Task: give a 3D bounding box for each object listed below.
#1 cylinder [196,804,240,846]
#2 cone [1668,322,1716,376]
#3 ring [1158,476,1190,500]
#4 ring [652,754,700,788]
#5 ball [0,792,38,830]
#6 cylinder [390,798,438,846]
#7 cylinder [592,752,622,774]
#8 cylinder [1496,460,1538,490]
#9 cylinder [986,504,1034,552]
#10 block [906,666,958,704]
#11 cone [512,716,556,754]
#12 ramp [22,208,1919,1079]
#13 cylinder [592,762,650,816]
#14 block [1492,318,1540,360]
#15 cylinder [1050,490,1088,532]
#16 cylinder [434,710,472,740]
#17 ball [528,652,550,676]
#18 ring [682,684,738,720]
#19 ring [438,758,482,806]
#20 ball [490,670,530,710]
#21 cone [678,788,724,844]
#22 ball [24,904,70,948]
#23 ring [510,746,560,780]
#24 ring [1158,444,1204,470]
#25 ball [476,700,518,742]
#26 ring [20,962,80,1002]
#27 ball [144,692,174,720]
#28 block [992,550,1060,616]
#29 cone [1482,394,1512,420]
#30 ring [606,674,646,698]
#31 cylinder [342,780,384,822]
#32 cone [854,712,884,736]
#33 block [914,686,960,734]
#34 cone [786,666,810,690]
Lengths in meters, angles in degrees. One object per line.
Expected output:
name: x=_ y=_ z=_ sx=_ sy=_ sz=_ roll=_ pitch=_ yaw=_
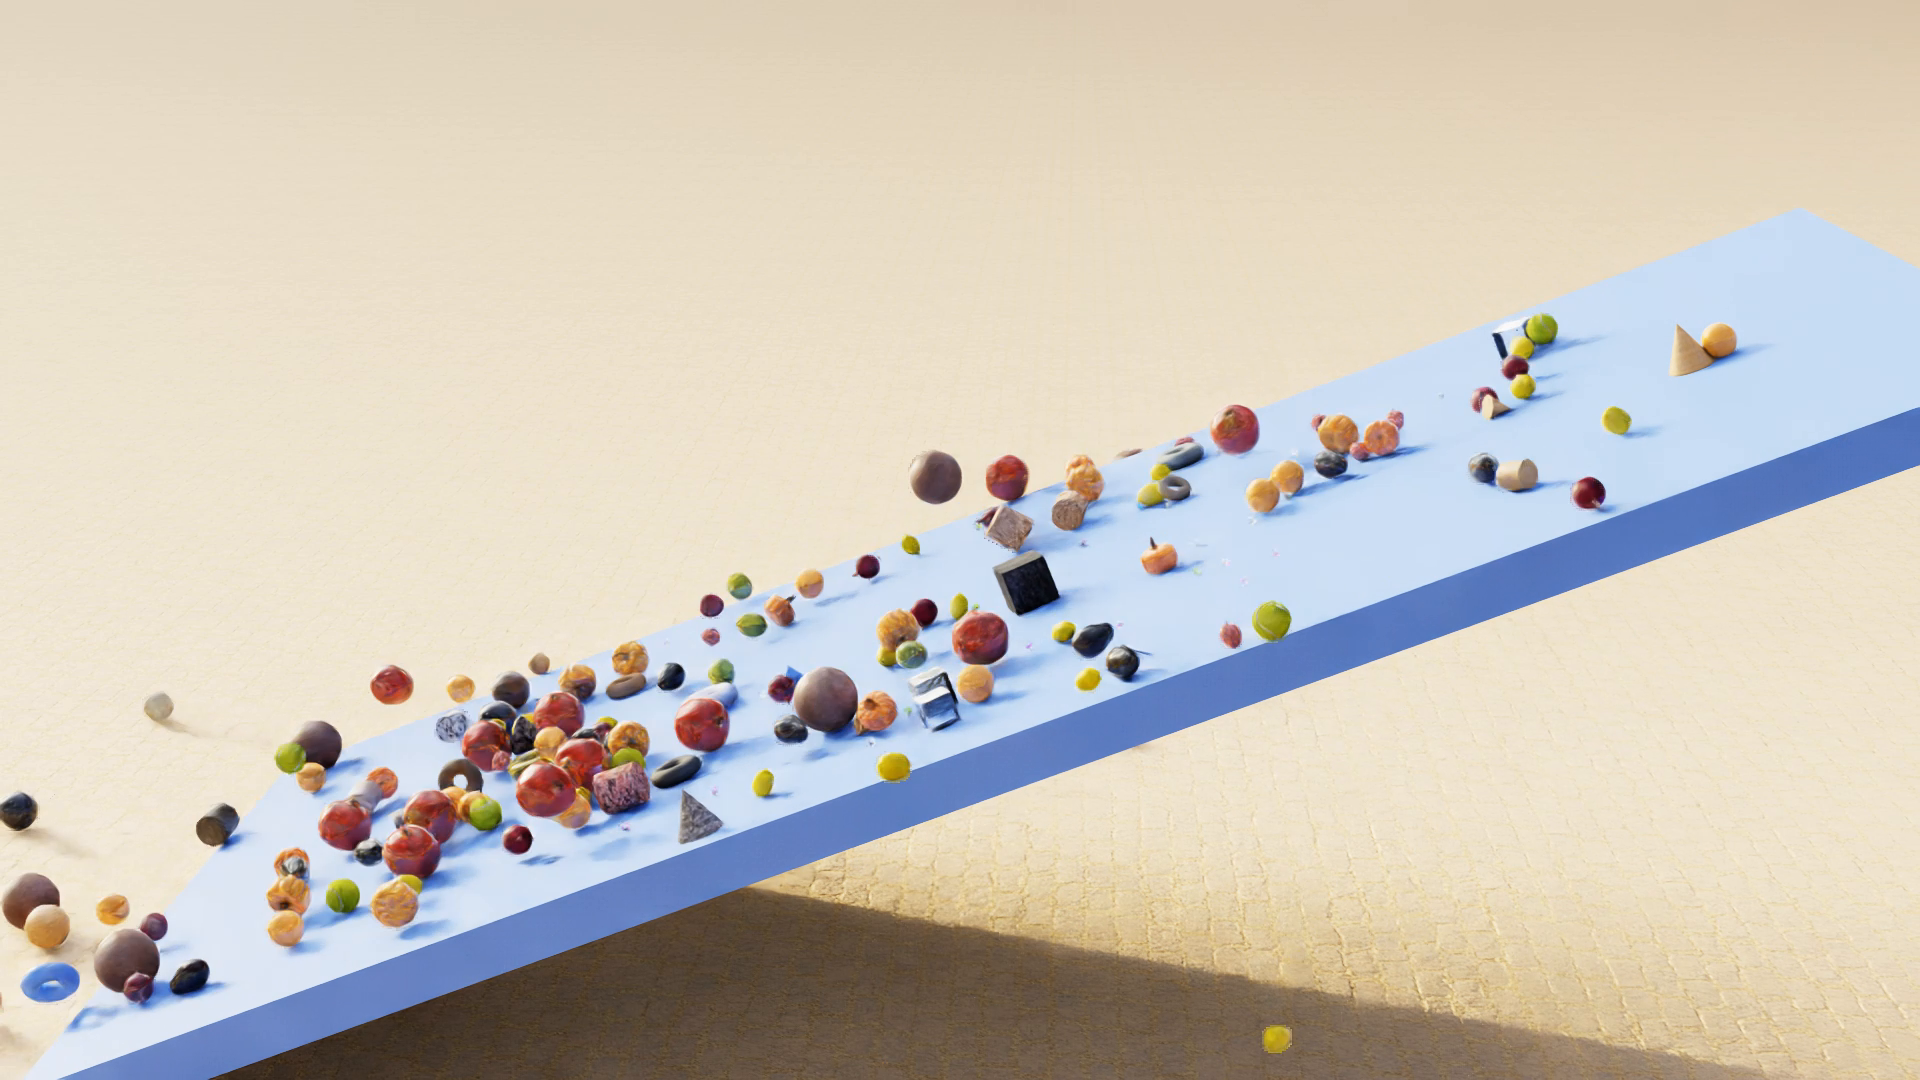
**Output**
cylinder: x=-1.756 y=0.673 z=6.954 sx=0.077 sy=0.077 sz=0.077 roll=2 pitch=18 yaw=8
cone: x=1.465 y=-0.394 z=5.949 sx=0.098 sy=0.098 sz=0.098 roll=-21 pitch=12 yaw=5
ring: x=0.479 y=-0.116 z=6.571 sx=0.075 sy=0.025 sz=0.075 roll=4 pitch=41 yaw=-4
ring: x=-0.570 y=0.464 z=5.899 sx=0.108 sy=0.036 sz=0.108 roll=-22 pitch=11 yaw=4
ball: x=-2.345 y=0.674 z=7.323 sx=0.096 sy=0.096 sz=0.096 roll=0 pitch=13 yaw=0
cylinder: x=-1.158 y=0.600 z=6.240 sx=0.077 sy=0.077 sz=0.077 roll=-25 pitch=19 yaw=-12
cylinder: x=-0.734 y=0.471 z=6.115 sx=0.053 sy=0.053 sz=0.053 roll=-5 pitch=5 yaw=-19
cylinder: x=1.055 y=-0.123 z=5.569 sx=0.055 sy=0.055 sz=0.055 roll=-11 pitch=3 yaw=-38
cylinder: x=0.113 y=-0.028 z=6.682 sx=0.082 sy=0.082 sz=0.082 roll=28 pitch=13 yaw=-3
block: x=-0.054 y=0.292 z=5.670 sx=0.066 sy=0.066 sz=0.066 roll=-25 pitch=12 yaw=-13
cone: x=-0.954 y=0.448 z=6.644 sx=0.090 sy=0.090 sz=0.090 roll=8 pitch=15 yaw=10
ramp: x=0.121 y=0.175 z=6.293 sx=4.000 sy=0.100 sz=2.000 roll=-20 pitch=12 yaw=7
cylinder: x=-0.670 y=0.492 z=5.830 sx=0.085 sy=0.085 sz=0.085 roll=-19 pitch=10 yaw=12
block: x=1.258 y=-0.455 z=6.663 sx=0.068 sy=0.068 sz=0.068 roll=-13 pitch=15 yaw=37
cylinder: x=0.249 y=-0.067 z=6.711 sx=0.075 sy=0.075 sz=0.075 roll=3 pitch=24 yaw=12
cylinder: x=-1.216 y=0.446 z=7.047 sx=0.065 sy=0.065 sz=0.065 roll=6 pitch=-11 yaw=23
ball: x=-1.060 y=0.312 z=7.406 sx=0.056 sy=0.056 sz=0.056 roll=0 pitch=13 yaw=0
ring: x=-0.541 y=0.348 z=6.349 sx=0.128 sy=0.043 sz=0.128 roll=-21 pitch=10 yaw=4
ring: x=-1.078 y=0.522 z=6.351 sx=0.103 sy=0.103 sz=0.034 roll=4 pitch=5 yaw=15
ball: x=-1.089 y=0.364 z=7.128 sx=0.096 sy=0.096 sz=0.096 roll=0 pitch=13 yaw=0
cone: x=-0.499 y=0.502 z=5.463 sx=0.092 sy=0.092 sz=0.092 roll=-21 pitch=12 yaw=5
ball: x=-2.030 y=0.860 z=6.544 sx=0.098 sy=0.098 sz=0.098 roll=0 pitch=13 yaw=0
ring: x=-0.931 y=0.488 z=6.429 sx=0.117 sy=0.039 sz=0.117 roll=-19 pitch=14 yaw=5
ring: x=0.517 y=-0.195 z=6.901 sx=0.115 sy=0.038 sz=0.115 roll=-20 pitch=12 yaw=4
ball: x=-1.075 y=0.422 z=6.840 sx=0.096 sy=0.096 sz=0.096 roll=0 pitch=13 yaw=0
ring: x=-1.843 y=0.897 z=5.960 sx=0.116 sy=0.116 sz=0.039 roll=-5 pitch=50 yaw=-19
ball: x=-2.241 y=0.465 z=8.226 sx=0.081 sy=0.081 sz=0.081 roll=0 pitch=13 yaw=0
block: x=0.139 y=0.089 z=6.160 sx=0.097 sy=0.097 sz=0.097 roll=-23 pitch=12 yaw=-7
cone: x=1.136 y=-0.277 z=6.191 sx=0.056 sy=0.056 sz=0.056 roll=2 pitch=13 yaw=-14
ring: x=-0.776 y=0.339 z=6.836 sx=0.098 sy=0.033 sz=0.098 roll=-19 pitch=11 yaw=4
cylinder: x=-1.347 y=0.587 z=6.631 sx=0.068 sy=0.068 sz=0.068 roll=5 pitch=38 yaw=18
cone: x=-0.172 y=0.355 z=5.705 sx=0.052 sy=0.052 sz=0.052 roll=-7 pitch=15 yaw=-17
block: x=-0.043 y=0.320 z=5.541 sx=0.060 sy=0.060 sz=0.060 roll=-24 pitch=12 yaw=-11
cone: x=-0.343 y=0.295 z=6.276 sx=0.054 sy=0.054 sz=0.054 roll=5 pitch=13 yaw=-1
